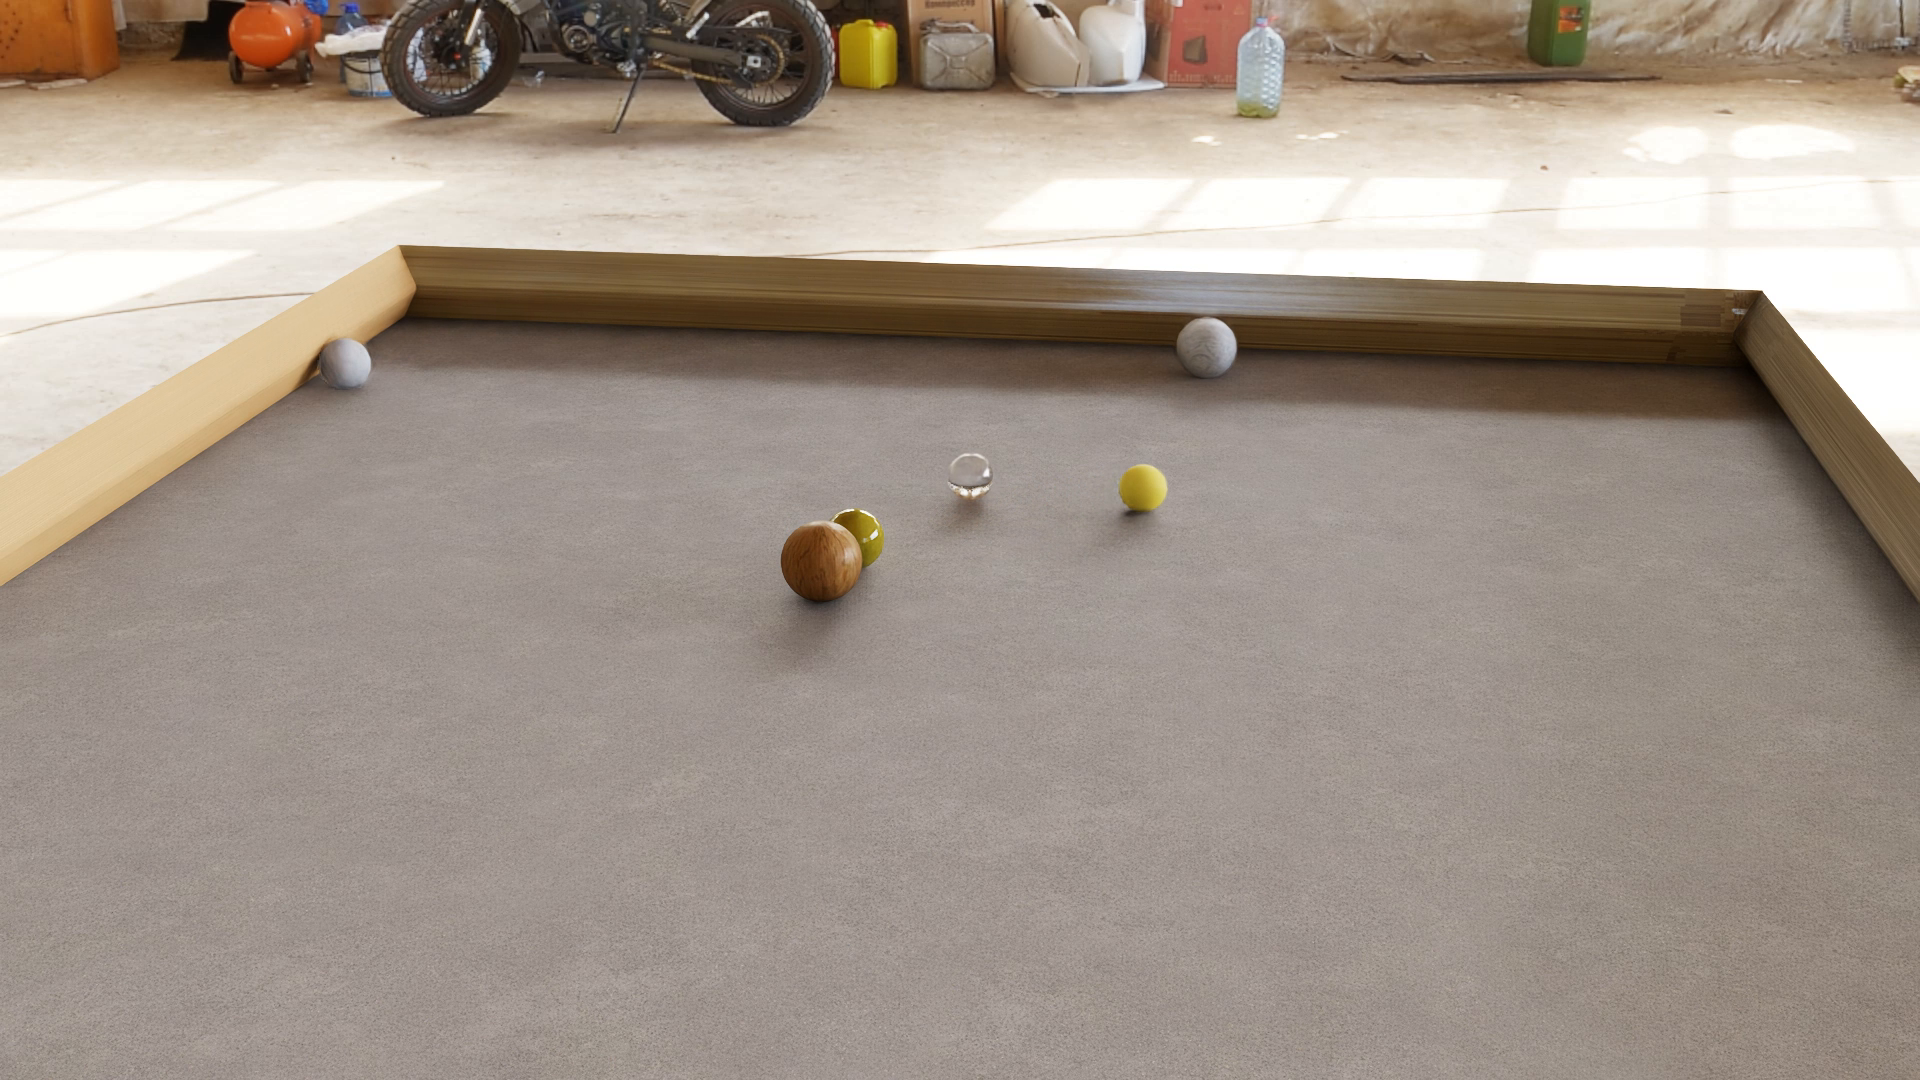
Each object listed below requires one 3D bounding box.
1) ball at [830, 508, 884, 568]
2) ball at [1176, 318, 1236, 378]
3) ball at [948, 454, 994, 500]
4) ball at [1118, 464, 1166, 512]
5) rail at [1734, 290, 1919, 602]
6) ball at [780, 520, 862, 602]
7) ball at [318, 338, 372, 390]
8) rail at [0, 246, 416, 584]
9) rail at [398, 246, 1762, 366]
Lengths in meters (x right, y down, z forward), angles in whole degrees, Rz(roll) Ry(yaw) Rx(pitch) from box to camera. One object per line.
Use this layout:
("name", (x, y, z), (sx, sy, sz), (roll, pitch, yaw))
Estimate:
("ball", (-0.127, -0.001, 2.631), (0.074, 0.074, 0.074), (0, 20, 0))
("ball", (0.380, -0.298, 3.399), (0.093, 0.093, 0.093), (0, 20, 0))
("ball", (0.014, -0.083, 2.868), (0.060, 0.060, 0.060), (0, 20, 0))
("ball", (0.235, -0.066, 2.824), (0.061, 0.061, 0.061), (0, 20, 0))
("rail", (0.928, 0.395, 1.493), (0.045, 0.122, 4.214), (3, 21, 8))
("ball", (-0.159, 0.024, 2.533), (0.094, 0.094, 0.094), (0, 20, 0))
("ball", (-0.934, -0.268, 3.342), (0.077, 0.077, 0.077), (0, 20, 0))
("rail", (-1.227, 0.288, 1.782), (0.045, 0.122, 4.214), (3, 21, 8))
("rail", (0.146, -0.378, 3.570), (2.224, 0.122, 0.045), (3, 21, 8))
